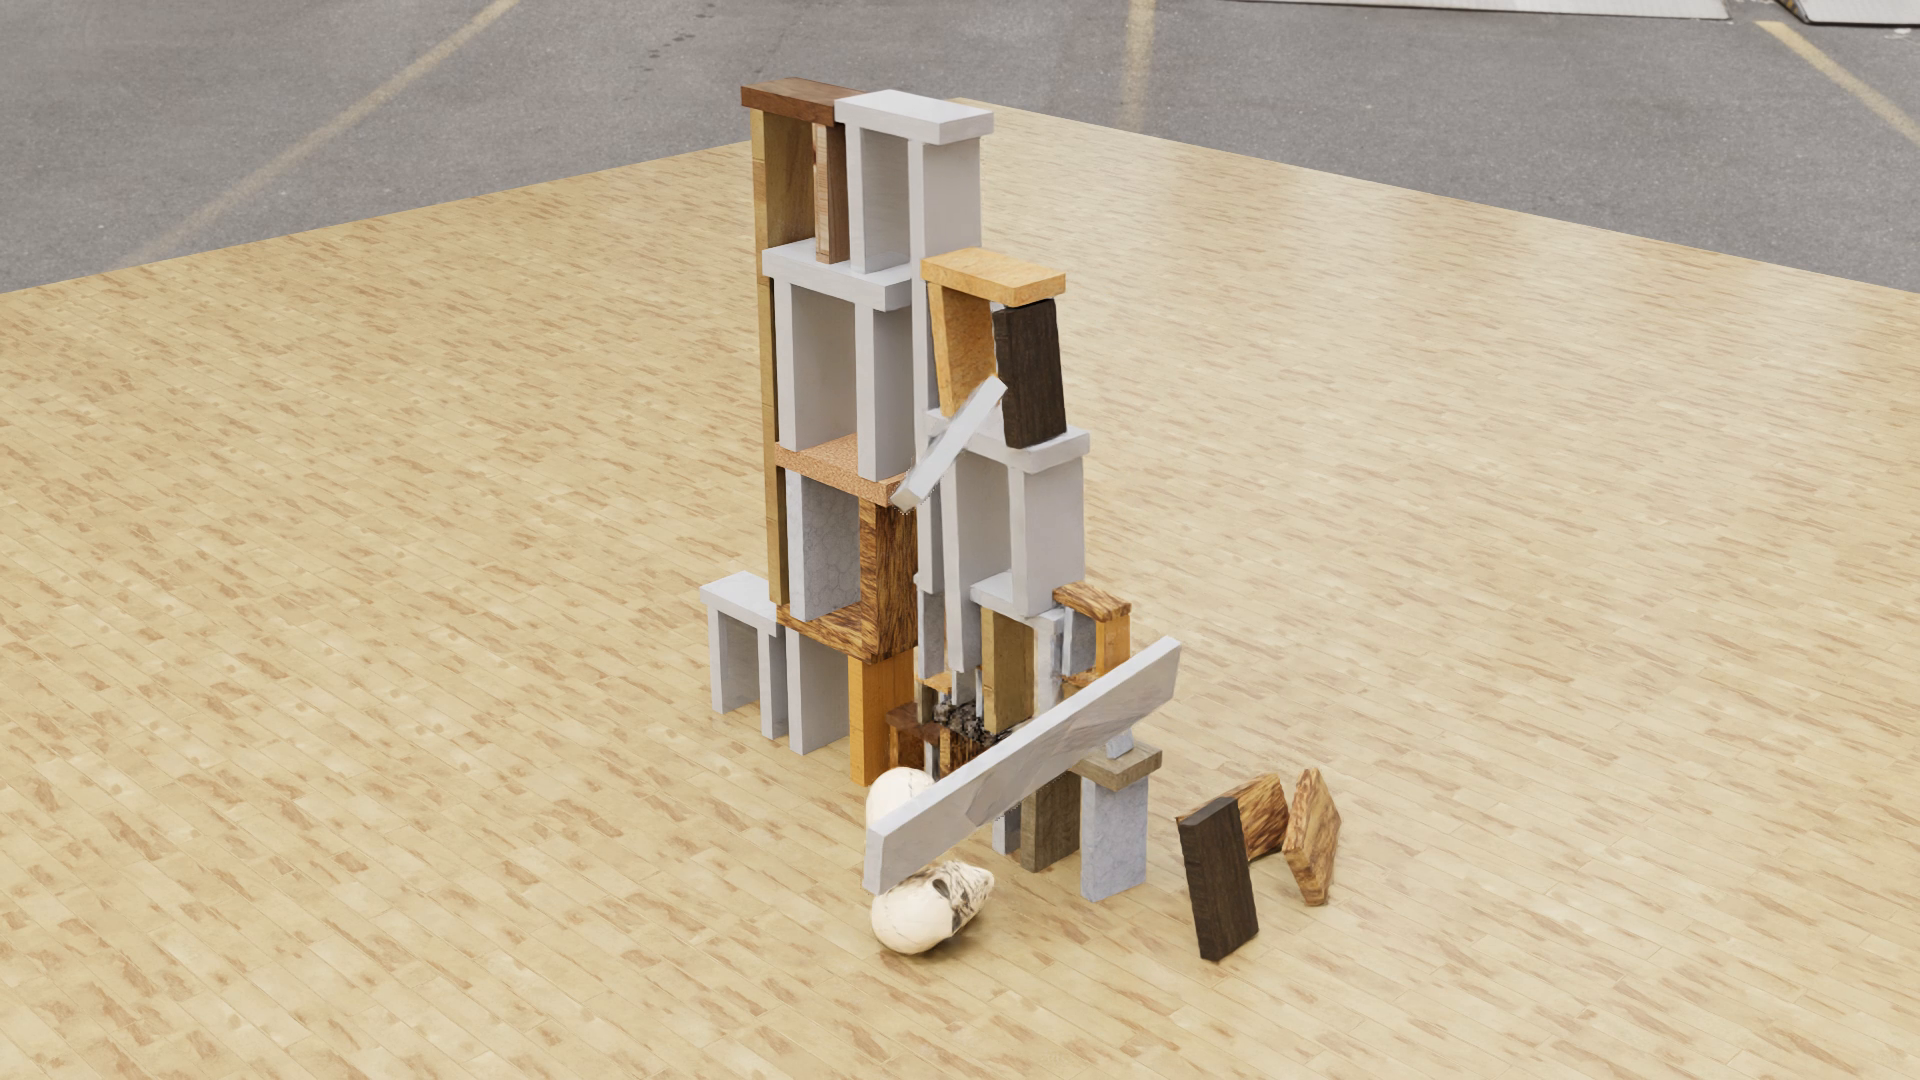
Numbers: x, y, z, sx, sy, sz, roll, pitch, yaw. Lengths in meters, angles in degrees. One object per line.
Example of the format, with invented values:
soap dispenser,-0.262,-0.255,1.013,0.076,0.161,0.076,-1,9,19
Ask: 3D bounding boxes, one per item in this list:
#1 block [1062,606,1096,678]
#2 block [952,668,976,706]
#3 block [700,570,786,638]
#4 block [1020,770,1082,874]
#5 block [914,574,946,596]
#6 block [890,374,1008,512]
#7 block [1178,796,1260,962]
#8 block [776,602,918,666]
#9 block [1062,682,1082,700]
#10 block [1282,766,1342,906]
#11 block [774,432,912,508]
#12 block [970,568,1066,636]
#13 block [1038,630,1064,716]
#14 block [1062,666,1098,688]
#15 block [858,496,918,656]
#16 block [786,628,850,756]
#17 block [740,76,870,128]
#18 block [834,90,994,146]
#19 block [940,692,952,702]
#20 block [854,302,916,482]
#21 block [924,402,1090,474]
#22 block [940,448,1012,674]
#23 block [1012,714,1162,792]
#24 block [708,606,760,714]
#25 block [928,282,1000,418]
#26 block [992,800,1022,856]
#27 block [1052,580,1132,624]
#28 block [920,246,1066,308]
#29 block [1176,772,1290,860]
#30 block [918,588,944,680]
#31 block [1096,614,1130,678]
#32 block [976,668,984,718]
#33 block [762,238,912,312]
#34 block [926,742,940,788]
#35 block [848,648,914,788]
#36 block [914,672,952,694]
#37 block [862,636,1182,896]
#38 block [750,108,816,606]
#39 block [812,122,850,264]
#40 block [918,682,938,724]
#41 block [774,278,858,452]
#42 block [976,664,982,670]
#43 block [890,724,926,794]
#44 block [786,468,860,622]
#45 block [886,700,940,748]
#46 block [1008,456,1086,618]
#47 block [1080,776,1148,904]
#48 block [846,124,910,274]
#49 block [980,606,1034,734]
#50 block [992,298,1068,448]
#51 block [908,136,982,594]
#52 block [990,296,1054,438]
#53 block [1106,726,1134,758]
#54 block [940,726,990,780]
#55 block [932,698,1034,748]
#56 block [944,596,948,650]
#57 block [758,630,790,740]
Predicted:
block,0.222,0.179,4.060,0.069,0.139,0.020,-20,33,-39
block,0.007,0.272,4.338,0.015,0.103,0.052,21,31,41
block,-0.432,0.136,4.745,0.254,0.036,0.127,21,31,41
block,0.176,0.502,4.246,0.037,0.259,0.130,21,31,41
block,-0.031,0.084,4.296,0.057,0.016,0.114,-21,31,-40
block,-0.019,-0.159,3.643,0.243,0.034,0.122,-53,6,-16
block,0.469,0.612,3.980,0.037,0.263,0.131,2,18,44
block,-0.230,0.174,4.555,0.291,0.041,0.145,21,31,41
block,0.229,0.315,4.111,0.059,0.119,0.017,-22,11,-41
block,0.676,0.566,4.218,0.037,0.131,0.263,-17,22,25
block,-0.199,-0.151,4.372,0.327,0.046,0.163,21,31,41
block,0.135,0.116,4.122,0.110,0.031,0.220,-21,31,-38
block,0.195,0.254,4.120,0.031,0.220,0.110,17,29,39
block,0.253,0.258,4.070,0.119,0.017,0.059,18,29,39
block,-0.122,0.050,4.374,0.163,0.327,0.046,-21,31,-40
block,-0.298,0.300,4.682,0.041,0.291,0.145,21,31,41
block,-0.279,-0.833,4.173,0.133,0.038,0.266,-21,31,-40
block,-0.084,-0.770,3.995,0.138,0.039,0.276,-21,31,-40
block,-0.020,0.338,4.395,0.013,0.095,0.047,21,31,40
block,-0.118,-0.301,4.221,0.174,0.347,0.049,-21,31,-41
block,0.084,-0.196,4.020,0.145,0.041,0.291,-21,30,-37
block,0.035,0.013,4.178,0.145,0.466,0.041,-22,30,-40
block,0.238,0.389,4.132,0.259,0.037,0.130,21,31,40
block,-0.492,0.246,4.856,0.036,0.254,0.127,21,31,41
block,0.011,-0.361,4.036,0.125,0.249,0.035,-22,24,-39
block,0.115,0.496,4.308,0.031,0.222,0.111,21,31,41
block,0.240,0.112,4.012,0.069,0.020,0.139,-17,27,-35
block,0.058,-0.471,3.926,0.125,0.035,0.249,-20,30,-37
block,0.537,0.558,4.276,0.263,0.131,0.037,-19,5,-39
block,-0.057,0.175,4.363,0.057,0.204,0.016,-21,31,-41
block,0.279,0.199,4.007,0.020,0.139,0.069,17,28,42
block,0.056,0.291,4.293,0.015,0.103,0.052,21,31,41
block,-0.200,-0.515,4.218,0.347,0.049,0.174,21,31,41
block,-0.035,0.467,4.464,0.022,0.153,0.076,21,31,41
block,-0.161,0.353,4.556,0.041,0.291,0.145,21,31,41
block,-0.042,0.280,4.394,0.095,0.013,0.047,21,31,40
block,0.125,0.373,3.780,0.034,0.122,0.823,27,36,31
block,-0.340,-0.363,4.441,0.133,1.036,0.038,-21,31,-41
block,-0.214,-0.668,4.174,0.038,0.266,0.133,21,31,41
block,-0.065,0.321,4.436,0.013,0.095,0.047,21,31,40
block,-0.282,-0.365,4.371,0.049,0.347,0.174,21,31,41
block,0.031,0.227,4.293,0.052,0.015,0.104,-21,31,-40
block,-0.107,0.439,4.530,0.022,0.153,0.077,21,31,41
block,-0.276,-0.010,4.516,0.046,0.327,0.163,21,31,41
block,-0.071,0.373,4.463,0.153,0.022,0.076,21,31,40
block,0.160,-0.017,4.020,0.145,0.291,0.041,-20,28,-36
block,0.292,0.545,4.145,0.130,0.259,0.037,-16,27,-32
block,-0.145,-0.649,4.116,0.039,0.276,0.138,19,30,41
block,0.093,0.233,4.222,0.031,0.263,0.110,20,32,41
block,0.124,-0.295,3.883,0.122,0.243,0.034,-22,23,-39
block,-0.022,-0.324,4.117,0.138,0.875,0.039,-20,29,-38
block,0.122,-0.316,3.926,0.125,0.249,0.035,-22,23,-39
block,0.288,0.336,4.057,0.017,0.119,0.059,2,19,43
block,0.010,0.455,4.404,0.031,0.222,0.111,21,31,41
block,0.063,0.359,4.306,0.222,0.031,0.111,21,31,41
block,-0.004,0.155,4.296,0.057,0.114,0.016,-21,30,-40
block,-0.372,0.293,4.746,0.036,0.254,0.127,21,31,41
